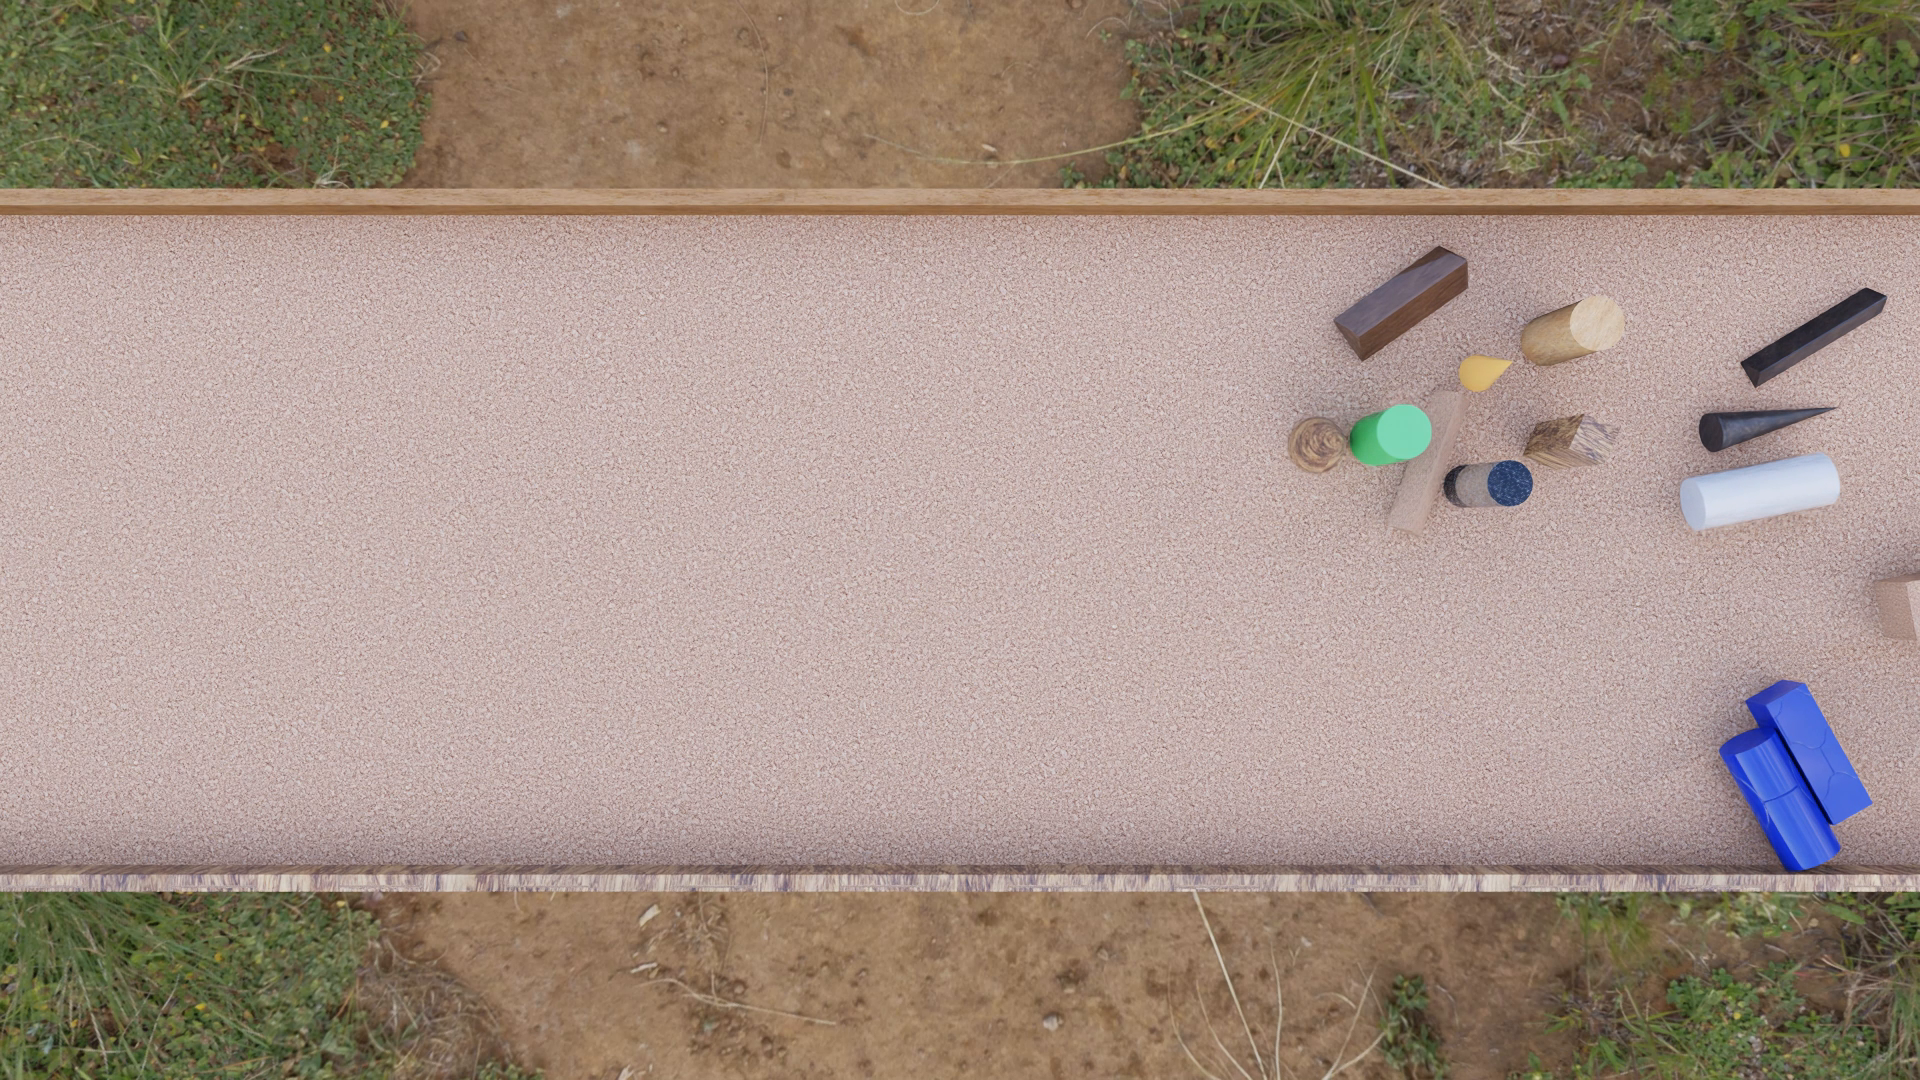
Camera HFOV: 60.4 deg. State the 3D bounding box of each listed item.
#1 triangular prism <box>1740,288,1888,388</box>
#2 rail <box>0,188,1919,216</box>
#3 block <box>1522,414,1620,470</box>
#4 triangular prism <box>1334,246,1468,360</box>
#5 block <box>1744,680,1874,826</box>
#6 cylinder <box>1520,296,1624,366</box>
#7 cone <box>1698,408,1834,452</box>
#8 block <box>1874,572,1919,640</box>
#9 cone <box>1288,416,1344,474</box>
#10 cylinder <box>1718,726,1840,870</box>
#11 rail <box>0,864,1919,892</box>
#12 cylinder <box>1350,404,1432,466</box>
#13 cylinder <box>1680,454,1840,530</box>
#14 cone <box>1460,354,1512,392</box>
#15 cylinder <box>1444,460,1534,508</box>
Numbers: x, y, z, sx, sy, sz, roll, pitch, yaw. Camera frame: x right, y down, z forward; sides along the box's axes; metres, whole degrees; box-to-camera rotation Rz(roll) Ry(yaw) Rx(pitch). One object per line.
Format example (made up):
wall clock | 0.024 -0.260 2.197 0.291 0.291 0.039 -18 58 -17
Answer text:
triangular prism | 2.617 -0.622 5.035 0.450 0.078 0.090 -31 90 0
rail | -2.247 -1.025 5.002 12.000 0.150 0.050 0 90 0
block | 1.803 -0.287 4.881 0.109 0.392 0.109 24 90 0
triangular prism | 1.355 -0.726 5.005 0.397 0.135 0.155 -35 90 0
block | 2.576 0.642 5.009 0.134 0.134 0.415 -30 90 0
cylinder | 1.804 -0.613 4.872 0.156 0.408 0.156 0 90 0
cone | 2.497 -0.368 5.047 0.437 0.121 0.121 -11 90 -8
block | 3.047 0.170 4.989 0.447 0.176 0.176 -11 90 0
cone | 1.097 -0.291 4.899 0.177 0.355 0.177 0 90 0
cylinder | 2.479 0.782 4.991 0.172 0.172 0.399 -30 90 0
rail | -2.247 1.025 5.001 12.000 0.150 0.050 0 90 0
cylinder | 1.275 -0.309 4.901 0.157 0.349 0.157 0 90 0
cylinder | 2.420 -0.146 4.997 0.407 0.160 0.160 -11 90 0
cone | 1.593 -0.514 4.911 0.114 0.332 0.114 0 90 0
cylinder | 1.560 -0.163 4.885 0.132 0.378 0.132 0 90 -2
